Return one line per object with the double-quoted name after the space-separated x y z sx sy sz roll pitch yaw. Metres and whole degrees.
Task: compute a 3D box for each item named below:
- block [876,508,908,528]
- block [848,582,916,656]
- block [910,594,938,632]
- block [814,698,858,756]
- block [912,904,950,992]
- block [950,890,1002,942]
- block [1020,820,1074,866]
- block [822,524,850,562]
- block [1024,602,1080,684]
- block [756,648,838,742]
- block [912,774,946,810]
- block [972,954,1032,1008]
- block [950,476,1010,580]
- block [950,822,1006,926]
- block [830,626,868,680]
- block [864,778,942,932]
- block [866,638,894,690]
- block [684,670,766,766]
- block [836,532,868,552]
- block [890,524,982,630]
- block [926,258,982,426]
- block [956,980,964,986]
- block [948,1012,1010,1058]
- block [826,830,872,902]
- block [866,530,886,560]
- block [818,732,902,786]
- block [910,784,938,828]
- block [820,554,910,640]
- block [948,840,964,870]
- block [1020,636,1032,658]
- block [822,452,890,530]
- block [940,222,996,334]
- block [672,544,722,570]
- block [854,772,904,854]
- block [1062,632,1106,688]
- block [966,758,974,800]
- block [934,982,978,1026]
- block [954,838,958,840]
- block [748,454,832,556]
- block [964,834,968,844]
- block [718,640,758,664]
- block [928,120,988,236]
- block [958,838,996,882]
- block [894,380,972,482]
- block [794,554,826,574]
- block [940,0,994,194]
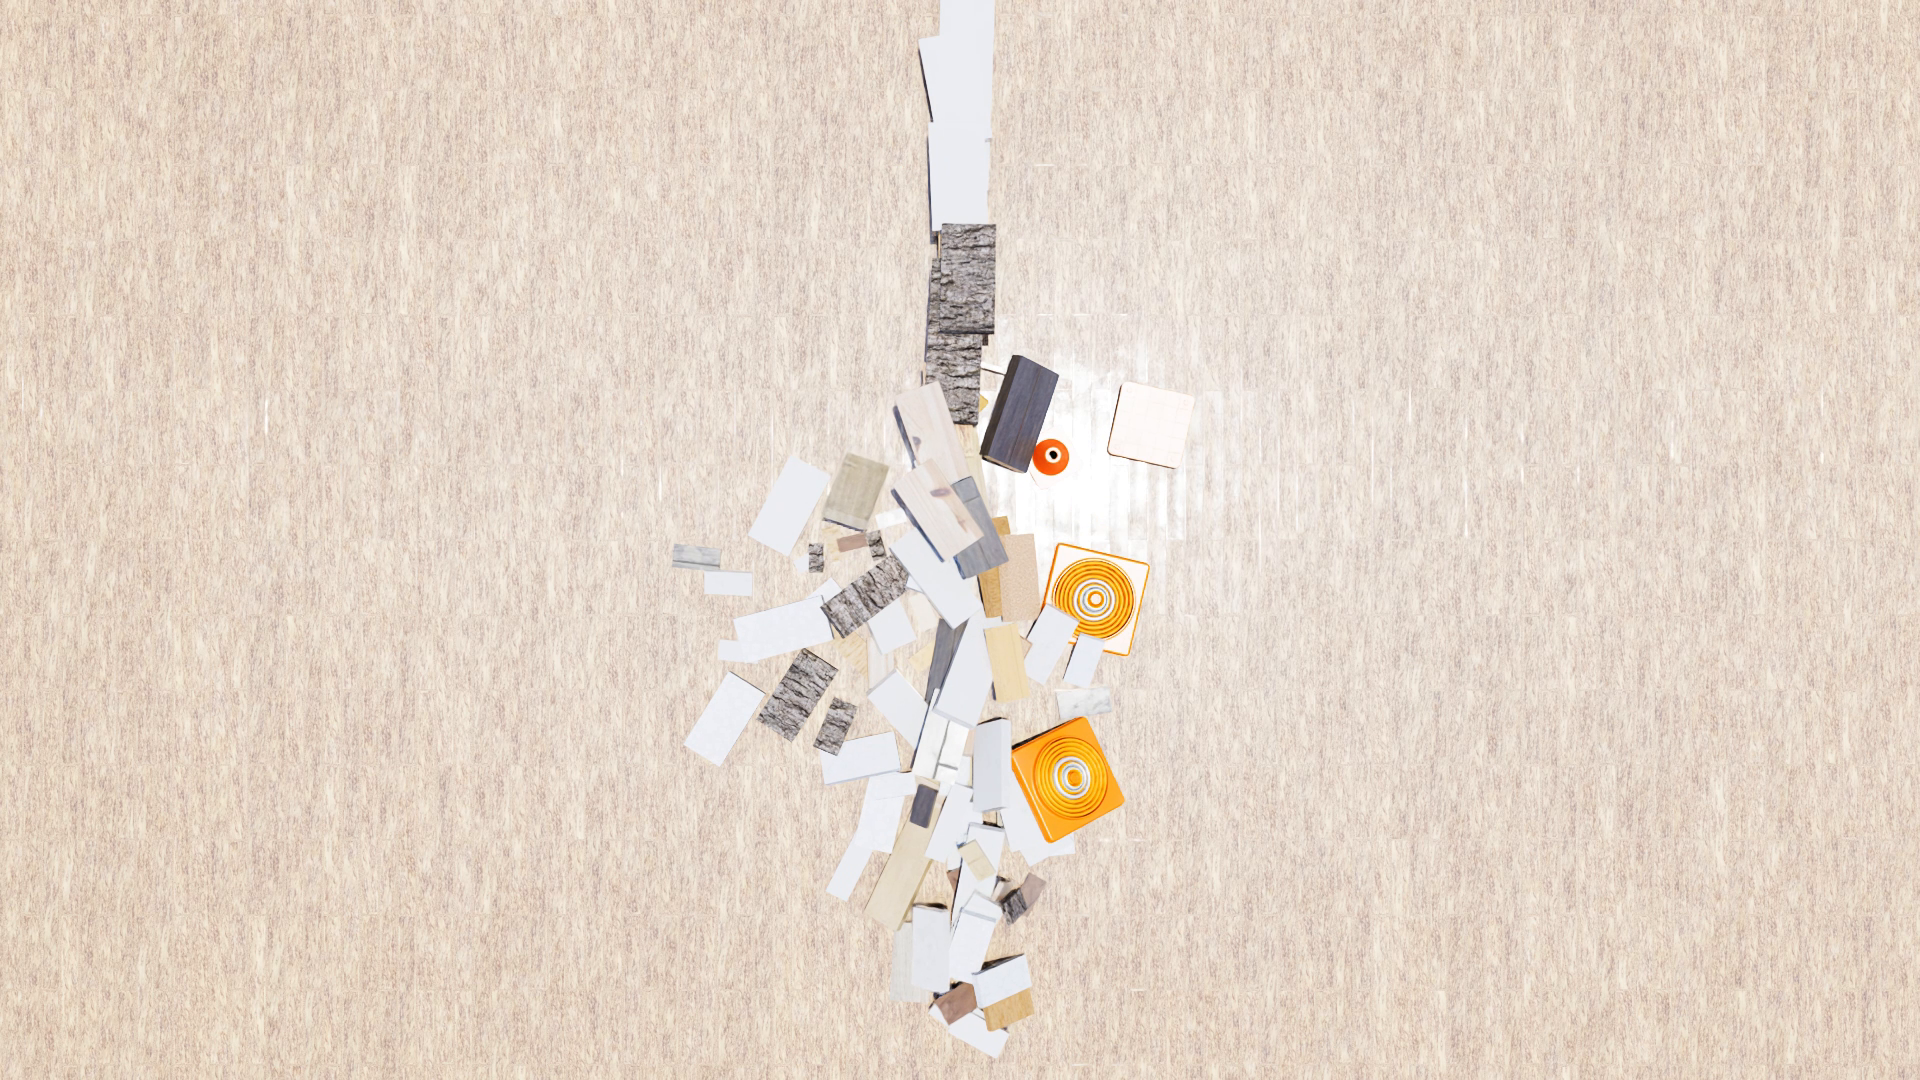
-0.229 -0.072 5.493 0.097 0.014 0.049 -17 90 0 "block"
-0.257 0.237 5.456 0.130 0.037 0.259 -24 88 -20 "block"
-0.122 0.238 5.492 0.058 0.016 0.121 -21 90 0 "block"
-0.412 0.618 5.463 0.088 0.025 0.175 23 73 0 "block"
-0.095 1.339 5.407 0.130 0.037 0.260 1 90 40 "block"
0.039 1.271 5.410 0.116 0.033 0.232 30 103 -5 "block"
0.280 0.993 5.404 0.166 0.023 0.083 -31 87 8 "block"
-0.412 0.010 5.492 0.058 0.016 0.116 -20 90 0 "block"
0.283 0.343 5.447 0.122 0.035 0.245 29 104 6 "block"
-0.539 0.514 5.480 0.142 0.040 0.284 33 90 0 "block"
-0.106 0.830 5.447 0.134 0.019 0.067 24 90 22 "block"
0.138 1.447 5.420 0.214 0.030 0.107 -12 90 -39 "block"
0.030 -0.041 5.244 0.148 0.042 0.295 -23 97 5 "block"
0.044 1.180 5.422 0.116 0.033 0.513 10 104 0 "block"
-0.319 0.394 5.488 0.331 0.024 0.085 44 90 0 "block"
-0.150 1.033 5.459 0.130 0.037 0.509 25 90 22 "block"
-0.264 0.406 5.460 0.085 0.024 0.170 -1 80 -11 "block"
-0.780 0.593 5.480 0.142 0.040 0.284 32 90 0 "block"
-0.359 0.008 5.482 0.096 0.014 0.048 -14 89 -13 "block"
-0.079 0.123 5.413 0.122 0.035 0.343 -37 83 -13 "block"
-0.016 -0.638 5.291 0.174 0.049 0.533 3 81 0 "block"
0.039 1.547 5.485 0.107 0.030 0.214 0 90 0 "block"
0.061 1.619 5.426 0.183 0.026 0.091 29 90 0 "block"
-0.355 1.073 5.489 0.079 0.022 0.248 27 90 0 "block"
-0.279 0.018 5.493 0.049 0.014 0.097 -16 90 0 "block"
-0.330 0.724 5.459 0.255 0.036 0.127 -12 67 0 "block"
-0.119 0.876 5.427 0.066 0.019 0.131 19 101 23 "block"
-0.284 0.169 5.421 0.350 0.037 0.130 -37 92 -20 "block"
-0.004 1.017 5.489 0.077 0.022 0.155 -2 90 0 "block"
0.166 0.391 5.455 0.083 0.023 0.166 33 105 20 "block"
-0.337 -0.161 5.371 0.151 0.302 0.043 18 130 0 "block"
0.026 -0.833 5.264 0.174 0.049 0.348 1 84 -1 "block"
-0.876 0.060 5.489 0.158 0.022 0.079 7 90 0 "block"
-0.259 0.894 5.467 0.127 0.036 0.263 13 83 0 "block"
0.410 0.399 5.456 0.088 0.025 0.176 17 110 -2 "block"
0.060 0.809 5.462 0.090 0.025 0.179 -11 74 -1 "block"
0.017 1.507 5.415 0.183 0.026 0.091 -27 69 -18 "block"
0.010 0.905 5.471 0.090 0.025 0.179 -1 80 0 "block"
-0.565 -0.114 5.479 0.151 0.043 0.302 28 90 0 "block"
0.051 1.039 5.417 0.077 0.022 0.155 0 104 0 "block"
-0.735 0.371 5.491 0.134 0.019 0.067 6 90 0 "block"
-0.006 -1.175 5.353 0.180 0.051 0.359 -2 84 0 "block"
0.055 1.042 5.360 0.066 0.019 0.131 -30 101 9 "block"
-0.085 -0.330 5.208 0.148 0.042 0.315 -19 97 4 "block"
-0.502 0.069 5.493 0.096 0.014 0.048 -30 90 0 "block"
0.015 -1.479 5.475 0.180 0.051 0.645 2 90 0 "block"
